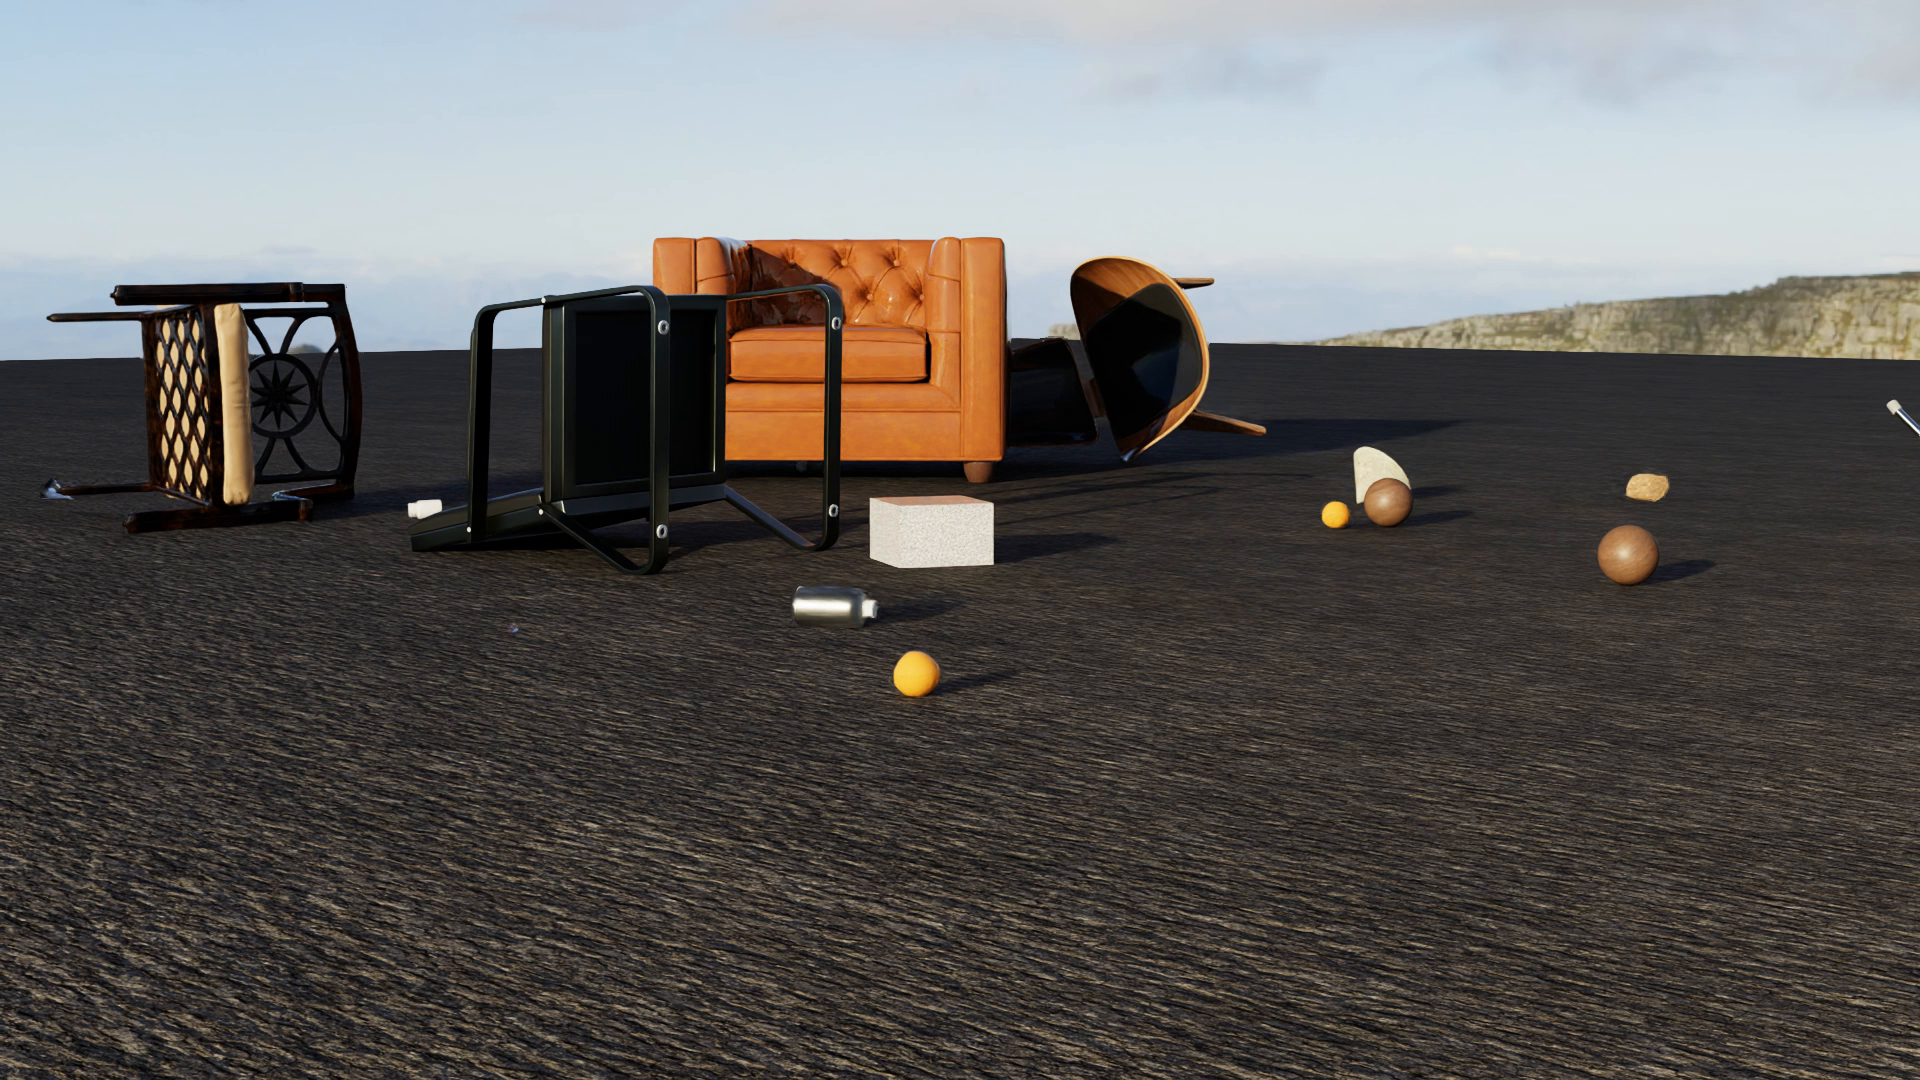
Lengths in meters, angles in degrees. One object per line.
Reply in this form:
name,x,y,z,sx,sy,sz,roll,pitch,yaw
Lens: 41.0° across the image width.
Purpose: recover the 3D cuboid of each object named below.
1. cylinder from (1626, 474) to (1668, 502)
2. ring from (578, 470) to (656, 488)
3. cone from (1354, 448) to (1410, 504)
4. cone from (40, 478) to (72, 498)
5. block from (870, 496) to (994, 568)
cylinder,2.024,-0.155,7.560,0.087,0.061,0.092,-46,23,-16
ring,-1.074,-0.190,8.034,0.133,0.047,0.309,3,6,39
cone,1.195,-0.150,7.485,0.156,0.201,0.147,-46,-1,-37
cone,-2.663,-0.137,7.595,0.091,0.073,0.040,21,-27,7
block,-0.067,-0.021,5.930,0.226,0.141,0.223,-2,6,-19
